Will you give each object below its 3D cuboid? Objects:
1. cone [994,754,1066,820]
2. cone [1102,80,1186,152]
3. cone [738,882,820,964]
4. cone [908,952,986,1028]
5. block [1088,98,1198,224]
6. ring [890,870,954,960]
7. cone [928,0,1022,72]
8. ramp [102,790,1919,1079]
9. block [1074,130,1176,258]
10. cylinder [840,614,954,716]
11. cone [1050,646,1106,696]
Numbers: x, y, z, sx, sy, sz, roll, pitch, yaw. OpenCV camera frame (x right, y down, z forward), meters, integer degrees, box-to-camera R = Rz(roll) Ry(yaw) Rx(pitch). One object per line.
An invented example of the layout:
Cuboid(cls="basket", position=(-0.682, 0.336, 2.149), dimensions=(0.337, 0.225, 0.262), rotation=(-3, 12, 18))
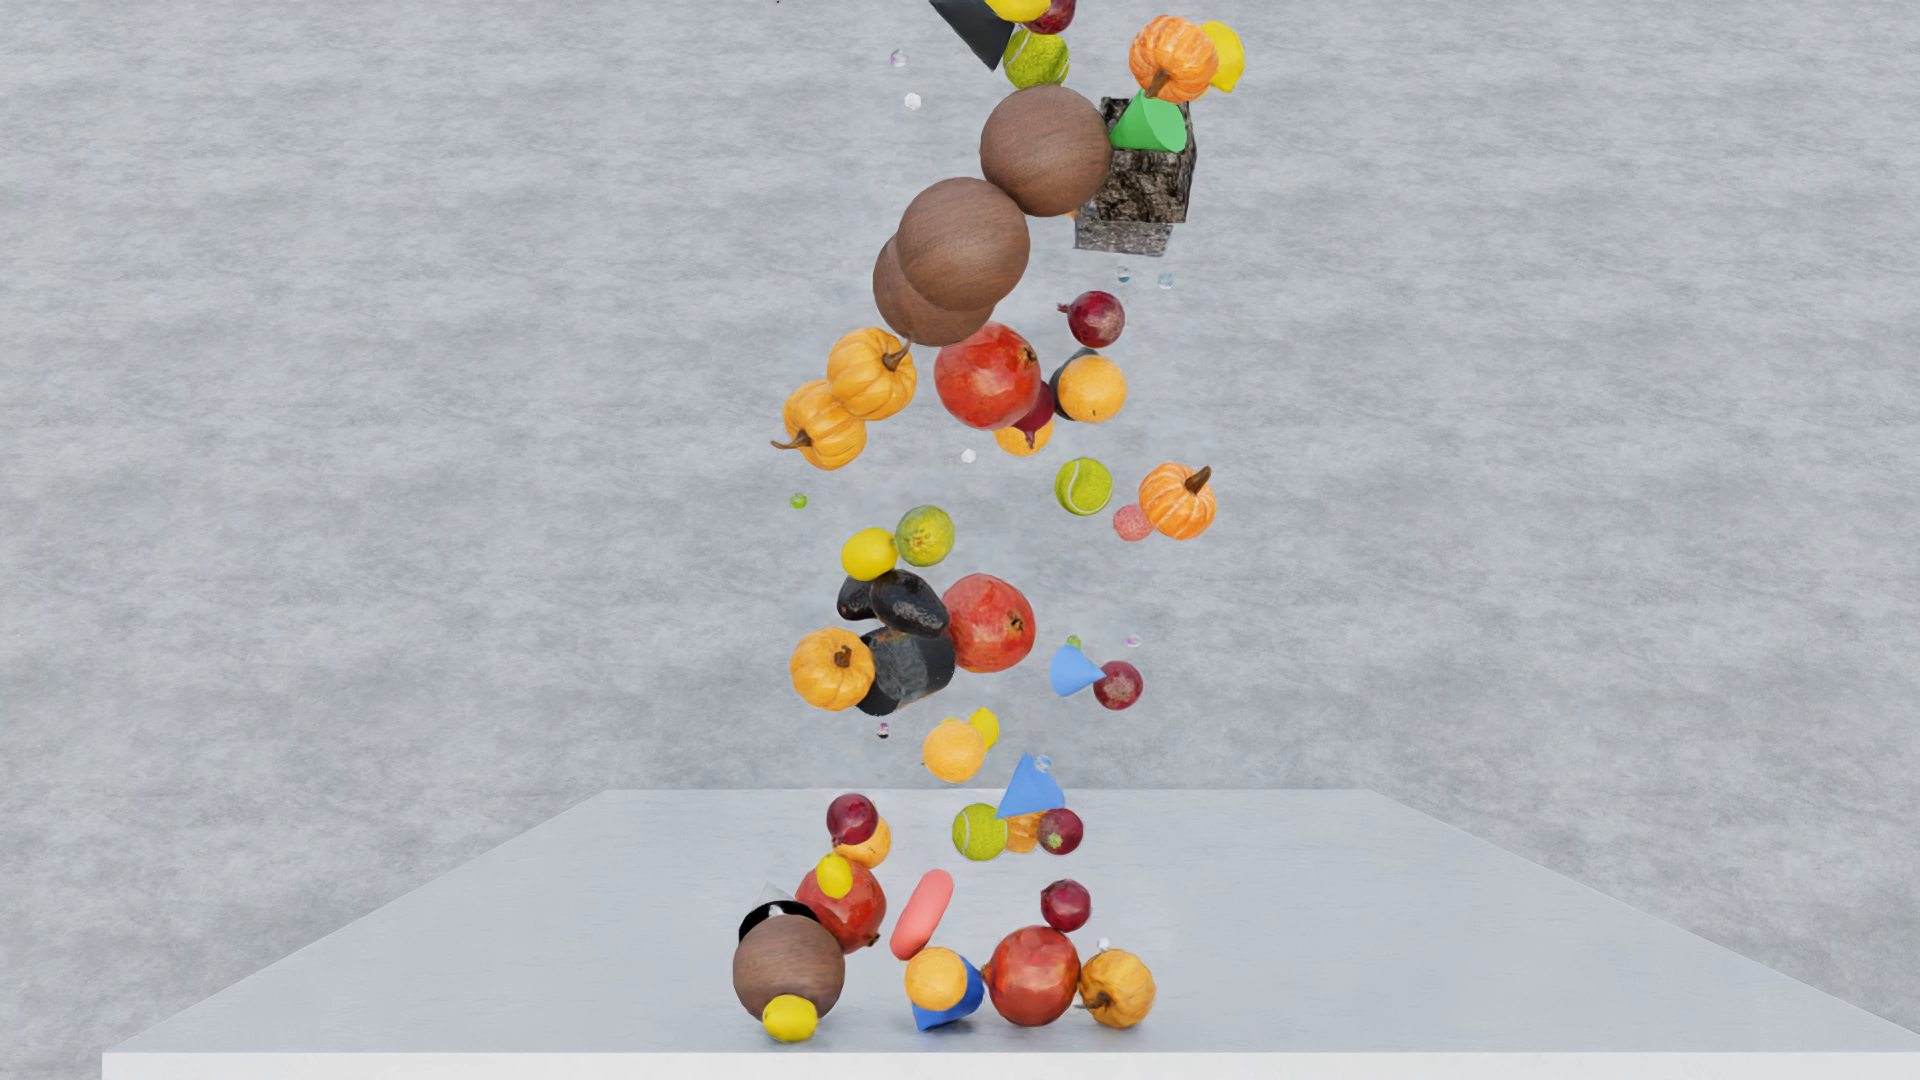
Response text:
Cuboid(cls="cone", position=(0.063, 0.278, 2.776), dimensions=(0.071, 0.071, 0.071), rotation=(-39, 33, 14))
Cuboid(cls="cone", position=(0.170, -0.404, 2.568), dimensions=(0.077, 0.077, 0.077), rotation=(-22, 21, 33))
Cuboid(cls="cone", position=(-0.220, 0.431, 3.053), dimensions=(0.096, 0.096, 0.096), rotation=(-7, 32, -10))
Cuboid(cls="cone", position=(-0.032, 0.535, 2.966), dimensions=(0.096, 0.096, 0.096), rotation=(12, 22, 18))
Cuboid(cls="block", position=(0.187, -0.387, 2.648), dimensions=(0.089, 0.089, 0.089), rotation=(4, 63, 14))
Cuboid(cls="ring", position=(-0.044, 0.432, 2.994), dimensions=(0.038, 0.114, 0.114), rotation=(29, 37, 0))
Cuboid(cls="cone", position=(0.007, -0.543, 2.689), dimensions=(0.090, 0.090, 0.090), rotation=(19, 33, -9))
Cuboid(cls="ramp", position=(0.075, 0.653, 4.794), dimensions=(2.000, 0.100, 4.000), rotation=(0, -1, 0))
Cuboid(cls="block", position=(0.177, -0.368, 2.764), dimensions=(0.096, 0.096, 0.096), rotation=(5, 73, -3))
Cuboid(cls="cylinder", position=(-0.068, 0.136, 2.821), dimensions=(0.090, 0.090, 0.090), rotation=(25, 29, 32))
Cuboid(cls="cone", position=(0.139, 0.146, 2.841), dimensions=(0.057, 0.057, 0.057), rotation=(4, 28, 43))
